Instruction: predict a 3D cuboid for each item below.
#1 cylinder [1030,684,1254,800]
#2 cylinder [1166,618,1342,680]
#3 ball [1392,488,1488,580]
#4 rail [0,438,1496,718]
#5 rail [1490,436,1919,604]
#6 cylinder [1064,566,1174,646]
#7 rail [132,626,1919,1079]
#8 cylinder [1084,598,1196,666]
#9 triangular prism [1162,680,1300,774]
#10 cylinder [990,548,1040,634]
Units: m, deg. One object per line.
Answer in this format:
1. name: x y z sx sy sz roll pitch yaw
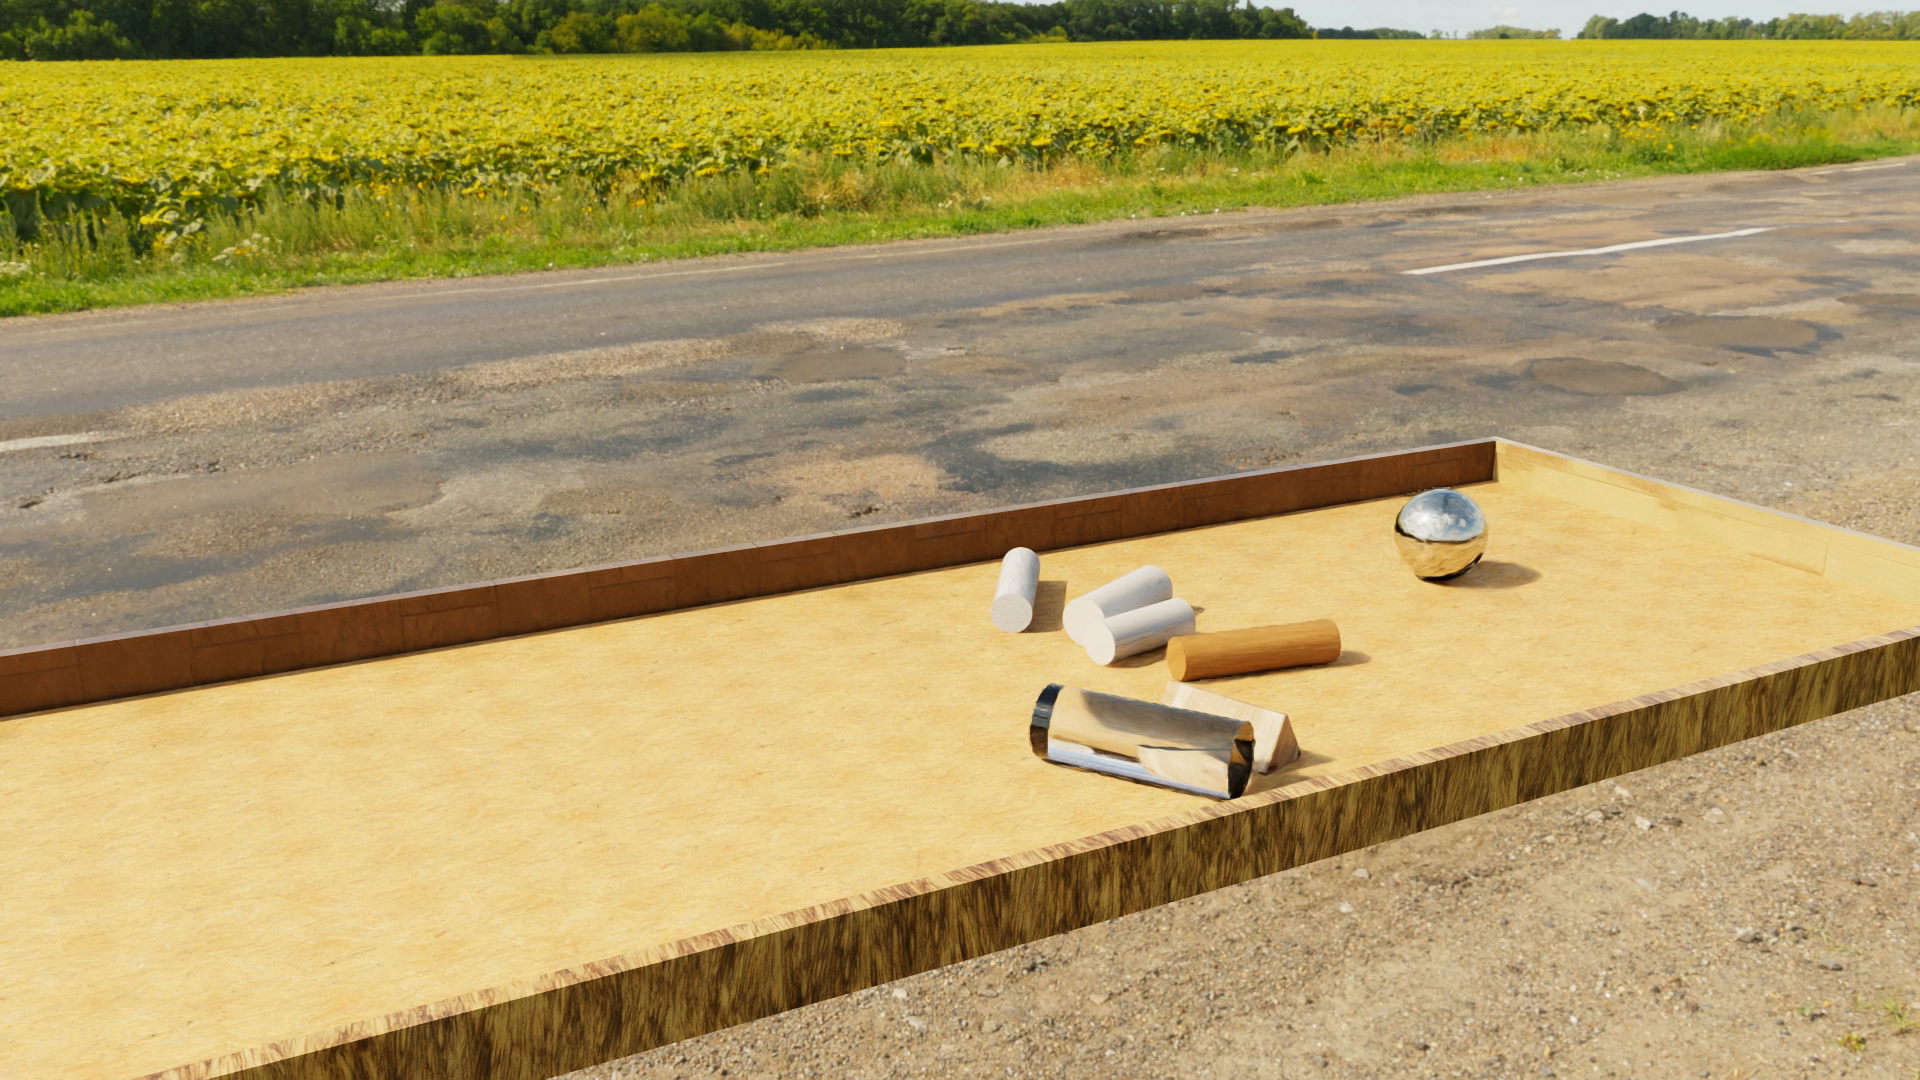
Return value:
1. cylinder: 0.394 0.434 3.579 0.455 0.169 0.169 9 19 28
2. cylinder: 0.751 0.278 4.211 0.438 0.111 0.111 -5 17 -18
3. ball: 1.434 -0.016 4.923 0.274 0.274 0.274 0 16 0
4. rail: -3.305 0.497 3.399 12.000 0.150 0.050 -9 18 -27
5. rail: 2.466 -0.048 5.253 0.050 0.150 2.100 -9 18 -27
6. cylinder: 0.436 0.177 4.514 0.135 0.135 0.362 12 20 34
7. rail: -2.336 1.006 1.665 12.000 0.150 0.050 -9 18 -27
8. cylinder: 0.475 0.239 4.338 0.303 0.115 0.115 -13 21 -38
9. triangular prism: 0.601 0.410 3.732 0.314 0.121 0.140 15 22 41
10. cylinder: 0.161 0.138 4.685 0.114 0.114 0.438 2 16 5
